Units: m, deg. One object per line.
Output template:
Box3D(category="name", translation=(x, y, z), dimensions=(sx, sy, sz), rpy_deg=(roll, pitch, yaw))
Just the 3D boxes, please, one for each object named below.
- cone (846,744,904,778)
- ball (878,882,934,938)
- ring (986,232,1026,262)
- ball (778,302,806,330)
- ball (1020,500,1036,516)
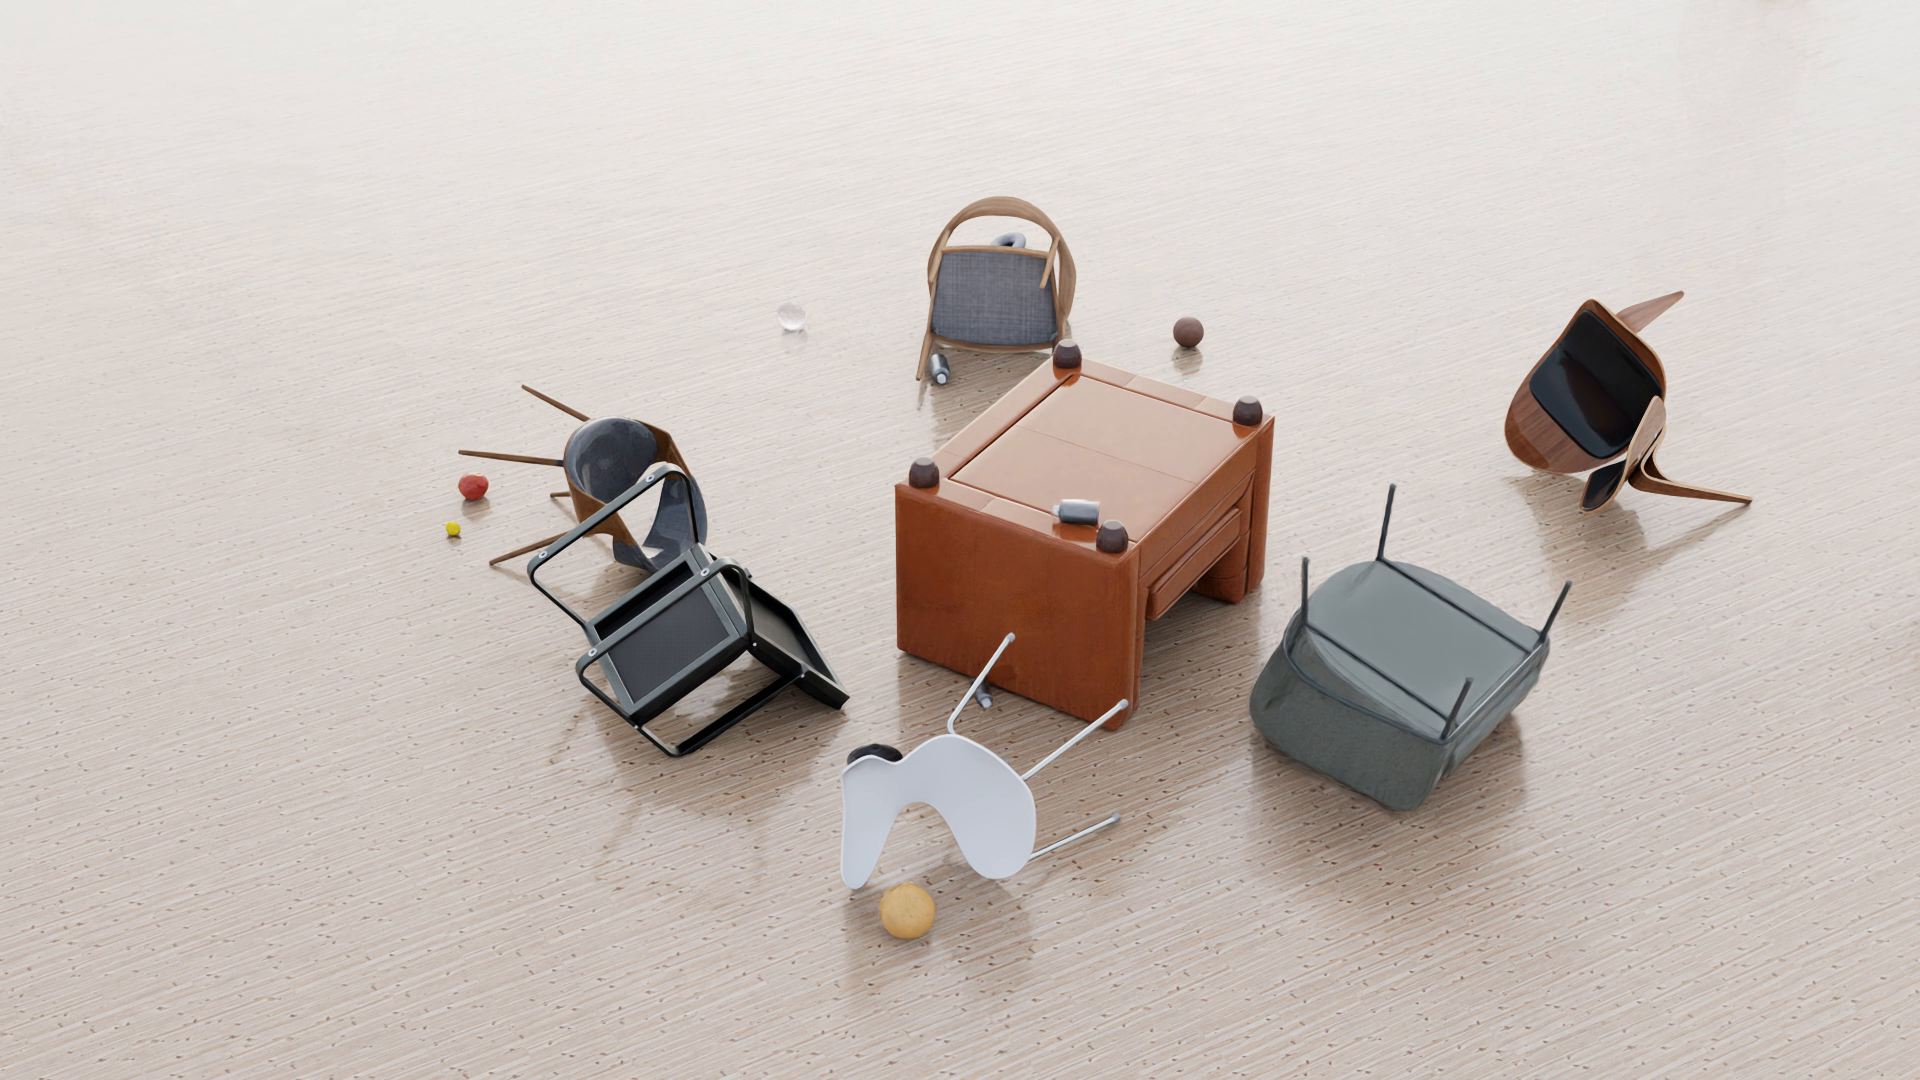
Box3D(category="cone", translation=(-0.284, 0.709, 9.801), dimensions=(0.190, 0.074, 0.194), rpy_deg=(2, 33, 3))
Box3D(category="ball", translation=(-0.165, 1.144, 9.053), dimensions=(0.172, 0.172, 0.172), rpy_deg=(0, 33, 0))
Box3D(category="ring", translation=(0.204, -1.284, 12.850), dimensions=(0.142, 0.048, 0.259), rpy_deg=(18, 38, 23))
Box3D(category="ball", translation=(-0.704, -0.938, 12.263), dimensions=(0.115, 0.115, 0.115), rpy_deg=(0, 33, 0))
Box3D(category="ball", translation=(0.257, -0.122, 11.074), dimensions=(0.060, 0.060, 0.060), rpy_deg=(0, 33, 0))
